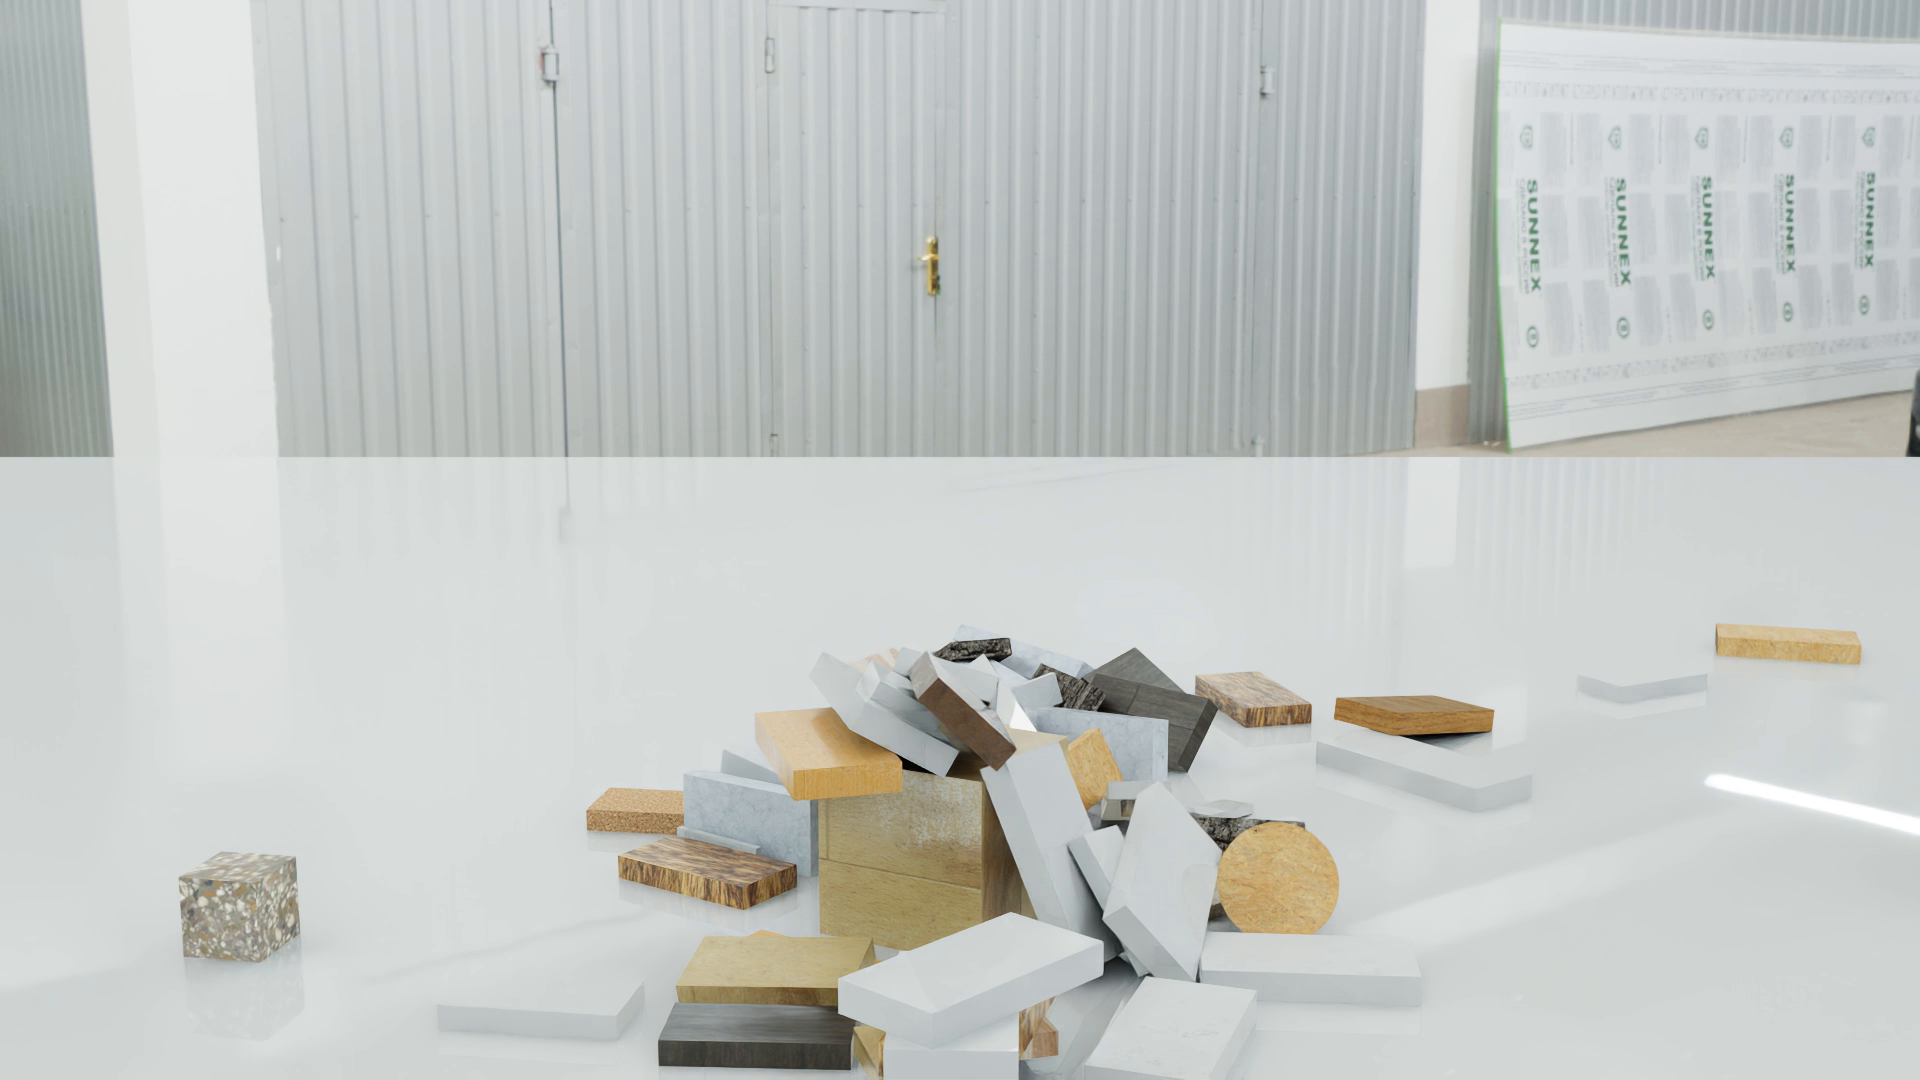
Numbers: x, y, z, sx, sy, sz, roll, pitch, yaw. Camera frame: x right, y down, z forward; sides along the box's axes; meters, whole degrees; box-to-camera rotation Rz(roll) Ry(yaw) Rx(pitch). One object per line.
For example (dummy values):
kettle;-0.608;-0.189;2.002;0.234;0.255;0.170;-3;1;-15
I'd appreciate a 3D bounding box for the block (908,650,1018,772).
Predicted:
block;0.000;0.258;3.378;0.159;0.045;0.318;43;0;-6

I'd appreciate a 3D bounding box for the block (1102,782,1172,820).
block;0.316;0.470;3.959;0.111;0.031;0.221;0;-17;0

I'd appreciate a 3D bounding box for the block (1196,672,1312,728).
block;0.643;0.349;4.847;0.151;0.043;0.302;-3;11;-15

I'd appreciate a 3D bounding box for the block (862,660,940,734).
block;-0.091;0.244;3.440;0.112;0.032;0.224;30;2;-8

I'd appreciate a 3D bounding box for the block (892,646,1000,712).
block;-0.027;0.304;3.723;0.167;0.047;0.355;17;-28;8

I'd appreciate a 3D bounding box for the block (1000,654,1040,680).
block;0.206;0.320;4.821;0.134;0.038;0.268;37;-11;-32

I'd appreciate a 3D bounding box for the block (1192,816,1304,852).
block;0.463;0.514;3.840;0.273;0.029;0.102;2;11;10

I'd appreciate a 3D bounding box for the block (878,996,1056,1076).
block;0.022;0.631;2.949;0.163;0.046;0.368;3;11;14

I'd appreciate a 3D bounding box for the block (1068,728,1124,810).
block;0.200;0.443;3.994;0.031;0.111;0.221;-16;12;47

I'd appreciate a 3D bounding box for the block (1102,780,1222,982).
block;0.314;0.526;3.367;0.045;0.159;0.352;-37;12;26

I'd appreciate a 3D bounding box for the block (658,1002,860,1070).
block;-0.276;0.687;3.047;0.263;0.037;0.131;1;11;3

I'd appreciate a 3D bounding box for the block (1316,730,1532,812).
block;0.904;0.448;4.309;0.162;0.046;0.410;-8;13;-36

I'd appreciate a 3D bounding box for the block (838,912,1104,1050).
block;0.018;0.560;2.822;0.163;0.046;0.326;10;14;42

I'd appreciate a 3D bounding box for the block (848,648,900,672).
block;-0.171;0.311;4.971;0.132;0.037;0.265;-19;15;-13

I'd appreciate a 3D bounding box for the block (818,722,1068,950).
block;-0.024;0.470;3.516;0.292;0.292;0.292;6;12;29

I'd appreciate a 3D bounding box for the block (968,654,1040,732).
block;0.123;0.363;4.167;0.044;0.155;0.310;-36;44;0

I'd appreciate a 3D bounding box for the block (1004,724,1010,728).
block;-0.003;0.405;3.946;0.130;0.037;0.260;8;29;12

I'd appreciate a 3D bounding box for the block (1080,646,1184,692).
block;0.365;0.327;4.740;0.151;0.043;0.302;42;25;14

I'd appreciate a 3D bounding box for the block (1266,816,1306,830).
block;0.576;0.521;4.004;0.095;0.014;0.048;-2;11;-13

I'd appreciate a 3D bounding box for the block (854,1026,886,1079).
block;-0.052;0.689;2.855;0.121;0.034;0.241;-3;11;-15

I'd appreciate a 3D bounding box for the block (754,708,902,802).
block;-0.207;0.324;3.380;0.163;0.046;0.326;-3;11;-15

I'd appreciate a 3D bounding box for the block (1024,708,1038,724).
block;0.104;0.381;4.448;0.419;0.042;0.148;8;-25;38

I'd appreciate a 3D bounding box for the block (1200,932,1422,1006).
block;0.519;0.639;3.283;0.318;0.045;0.159;1;11;5

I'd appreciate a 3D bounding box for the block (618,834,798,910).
block;-0.428;0.560;3.721;0.278;0.039;0.139;7;13;34

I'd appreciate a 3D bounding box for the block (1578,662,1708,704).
block;1.554;0.323;5.005;0.265;0.037;0.132;-6;12;-28

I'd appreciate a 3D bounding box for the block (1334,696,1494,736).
block;0.955;0.366;4.618;0.324;0.046;0.162;2;7;-40

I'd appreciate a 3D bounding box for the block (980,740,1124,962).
block;0.152;0.483;3.343;0.047;0.335;0.167;-25;-8;31

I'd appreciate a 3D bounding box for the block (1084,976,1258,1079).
block;0.293;0.688;3.015;0.163;0.046;0.326;4;11;19

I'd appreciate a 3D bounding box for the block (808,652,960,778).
block;-0.124;0.270;3.447;0.167;0.047;0.335;29;2;-18

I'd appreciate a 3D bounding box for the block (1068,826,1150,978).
block;0.254;0.545;3.334;0.032;0.224;0.112;-37;-17;26

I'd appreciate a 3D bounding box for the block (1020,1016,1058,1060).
block;0.039;0.655;3.037;0.121;0.034;0.241;-3;11;-17

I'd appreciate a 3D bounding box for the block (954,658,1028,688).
block;0.055;0.302;4.638;0.134;0.038;0.268;-3;11;-21

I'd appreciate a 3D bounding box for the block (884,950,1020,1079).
block;-0.006;0.608;2.816;0.163;0.046;0.326;0;11;2

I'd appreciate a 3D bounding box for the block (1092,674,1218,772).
block;0.367;0.370;4.472;0.297;0.149;0.042;10;-26;43

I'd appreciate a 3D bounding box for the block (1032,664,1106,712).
block;0.201;0.345;4.597;0.037;0.132;0.265;35;-7;-22

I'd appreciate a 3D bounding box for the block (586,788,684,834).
block;-0.531;0.500;4.044;0.278;0.039;0.139;2;11;9

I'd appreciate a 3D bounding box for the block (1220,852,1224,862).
block;0.410;0.542;3.850;0.102;0.029;0.204;9;14;39

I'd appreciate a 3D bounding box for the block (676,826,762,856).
block;-0.418;0.538;3.817;0.189;0.048;0.014;8;13;37

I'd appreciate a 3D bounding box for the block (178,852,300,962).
block;-1.121;0.570;3.426;0.128;0.128;0.128;2;11;11

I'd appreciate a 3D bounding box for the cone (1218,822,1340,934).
cone;0.506;0.567;3.559;0.191;0.191;0.191;1;-16;3

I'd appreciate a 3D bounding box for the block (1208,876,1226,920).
block;0.367;0.559;3.637;0.204;0.029;0.102;25;24;38

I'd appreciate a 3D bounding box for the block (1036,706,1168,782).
block;0.267;0.404;4.173;0.042;0.149;0.297;0;2;-44

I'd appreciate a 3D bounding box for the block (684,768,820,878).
block;-0.360;0.490;3.824;0.278;0.139;0.039;7;12;32

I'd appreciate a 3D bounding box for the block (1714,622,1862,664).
block;2.016;0.252;5.364;0.324;0.046;0.162;3;11;16

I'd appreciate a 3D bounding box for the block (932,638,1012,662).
block;-0.002;0.274;4.905;0.134;0.038;0.337;-3;-13;-18

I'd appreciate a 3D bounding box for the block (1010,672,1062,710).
block;0.146;0.323;4.517;0.127;0.063;0.018;-19;8;-24

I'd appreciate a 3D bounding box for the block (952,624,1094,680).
block;0.175;0.284;4.974;0.151;0.043;0.458;38;-14;-34

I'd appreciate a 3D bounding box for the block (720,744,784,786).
block;-0.317;0.466;3.869;0.260;0.130;0.037;19;20;34

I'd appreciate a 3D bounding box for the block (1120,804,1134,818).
block;0.339;0.485;3.929;0.095;0.014;0.048;2;-18;-8

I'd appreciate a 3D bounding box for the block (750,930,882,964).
block;-0.243;0.641;3.307;0.234;0.032;0.112;7;13;34

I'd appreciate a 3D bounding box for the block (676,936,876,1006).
block;-0.267;0.631;3.211;0.263;0.037;0.131;-2;22;14

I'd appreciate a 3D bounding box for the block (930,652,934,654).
block;-0.053;0.294;5.172;0.235;0.033;0.117;-7;13;-34

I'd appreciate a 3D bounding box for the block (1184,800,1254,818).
block;0.469;0.498;4.030;0.062;0.017;0.201;6;3;31

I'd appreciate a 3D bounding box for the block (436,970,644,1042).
block;-0.599;0.667;3.154;0.263;0.037;0.131;2;11;9
